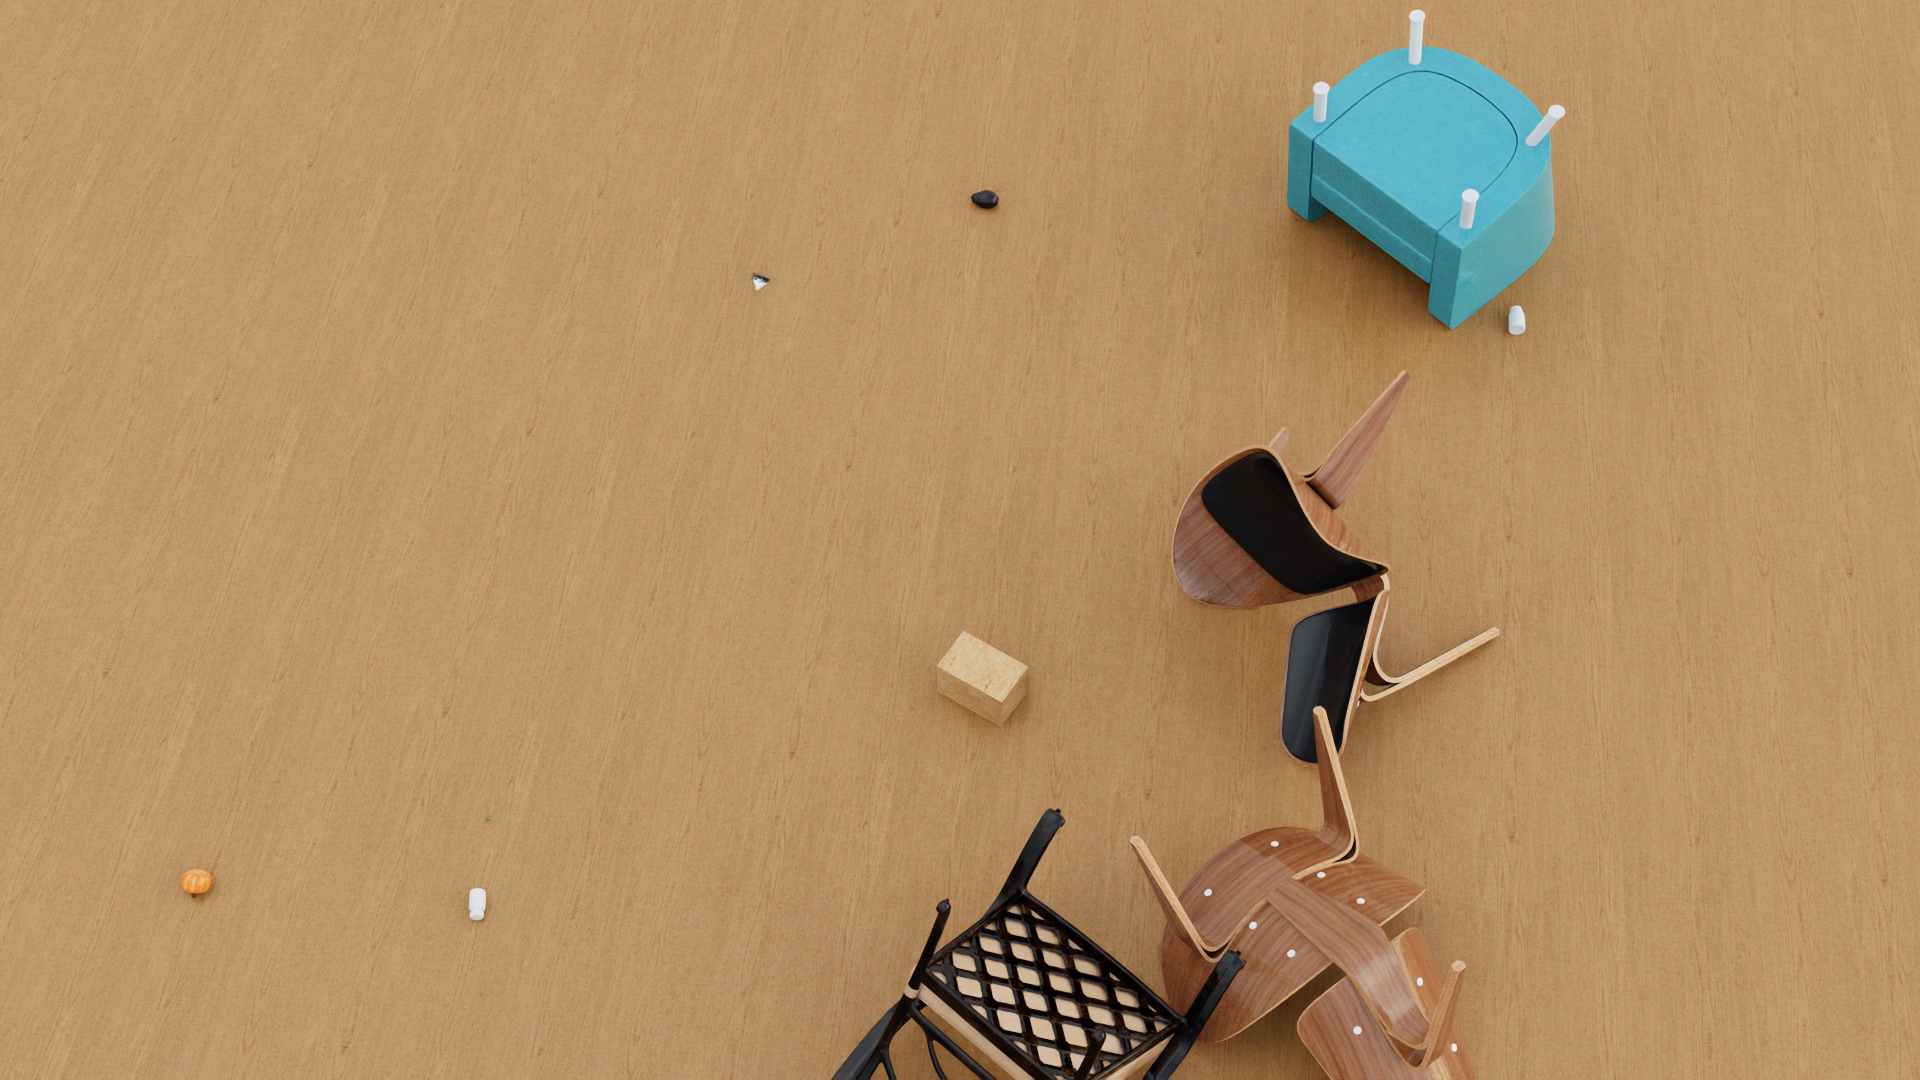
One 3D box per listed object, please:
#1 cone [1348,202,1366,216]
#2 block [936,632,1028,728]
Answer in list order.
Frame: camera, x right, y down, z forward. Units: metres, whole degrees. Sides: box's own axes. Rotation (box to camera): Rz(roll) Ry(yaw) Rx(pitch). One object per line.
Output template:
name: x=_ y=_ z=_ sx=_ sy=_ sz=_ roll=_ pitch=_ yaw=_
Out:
cone: x=1.319 y=-1.110 z=7.306 sx=0.062 sy=0.047 sz=0.063 roll=14 pitch=37 yaw=2
block: x=0.063 y=0.393 z=6.225 sx=0.216 sy=0.141 sz=0.138 roll=28 pitch=61 yaw=18
